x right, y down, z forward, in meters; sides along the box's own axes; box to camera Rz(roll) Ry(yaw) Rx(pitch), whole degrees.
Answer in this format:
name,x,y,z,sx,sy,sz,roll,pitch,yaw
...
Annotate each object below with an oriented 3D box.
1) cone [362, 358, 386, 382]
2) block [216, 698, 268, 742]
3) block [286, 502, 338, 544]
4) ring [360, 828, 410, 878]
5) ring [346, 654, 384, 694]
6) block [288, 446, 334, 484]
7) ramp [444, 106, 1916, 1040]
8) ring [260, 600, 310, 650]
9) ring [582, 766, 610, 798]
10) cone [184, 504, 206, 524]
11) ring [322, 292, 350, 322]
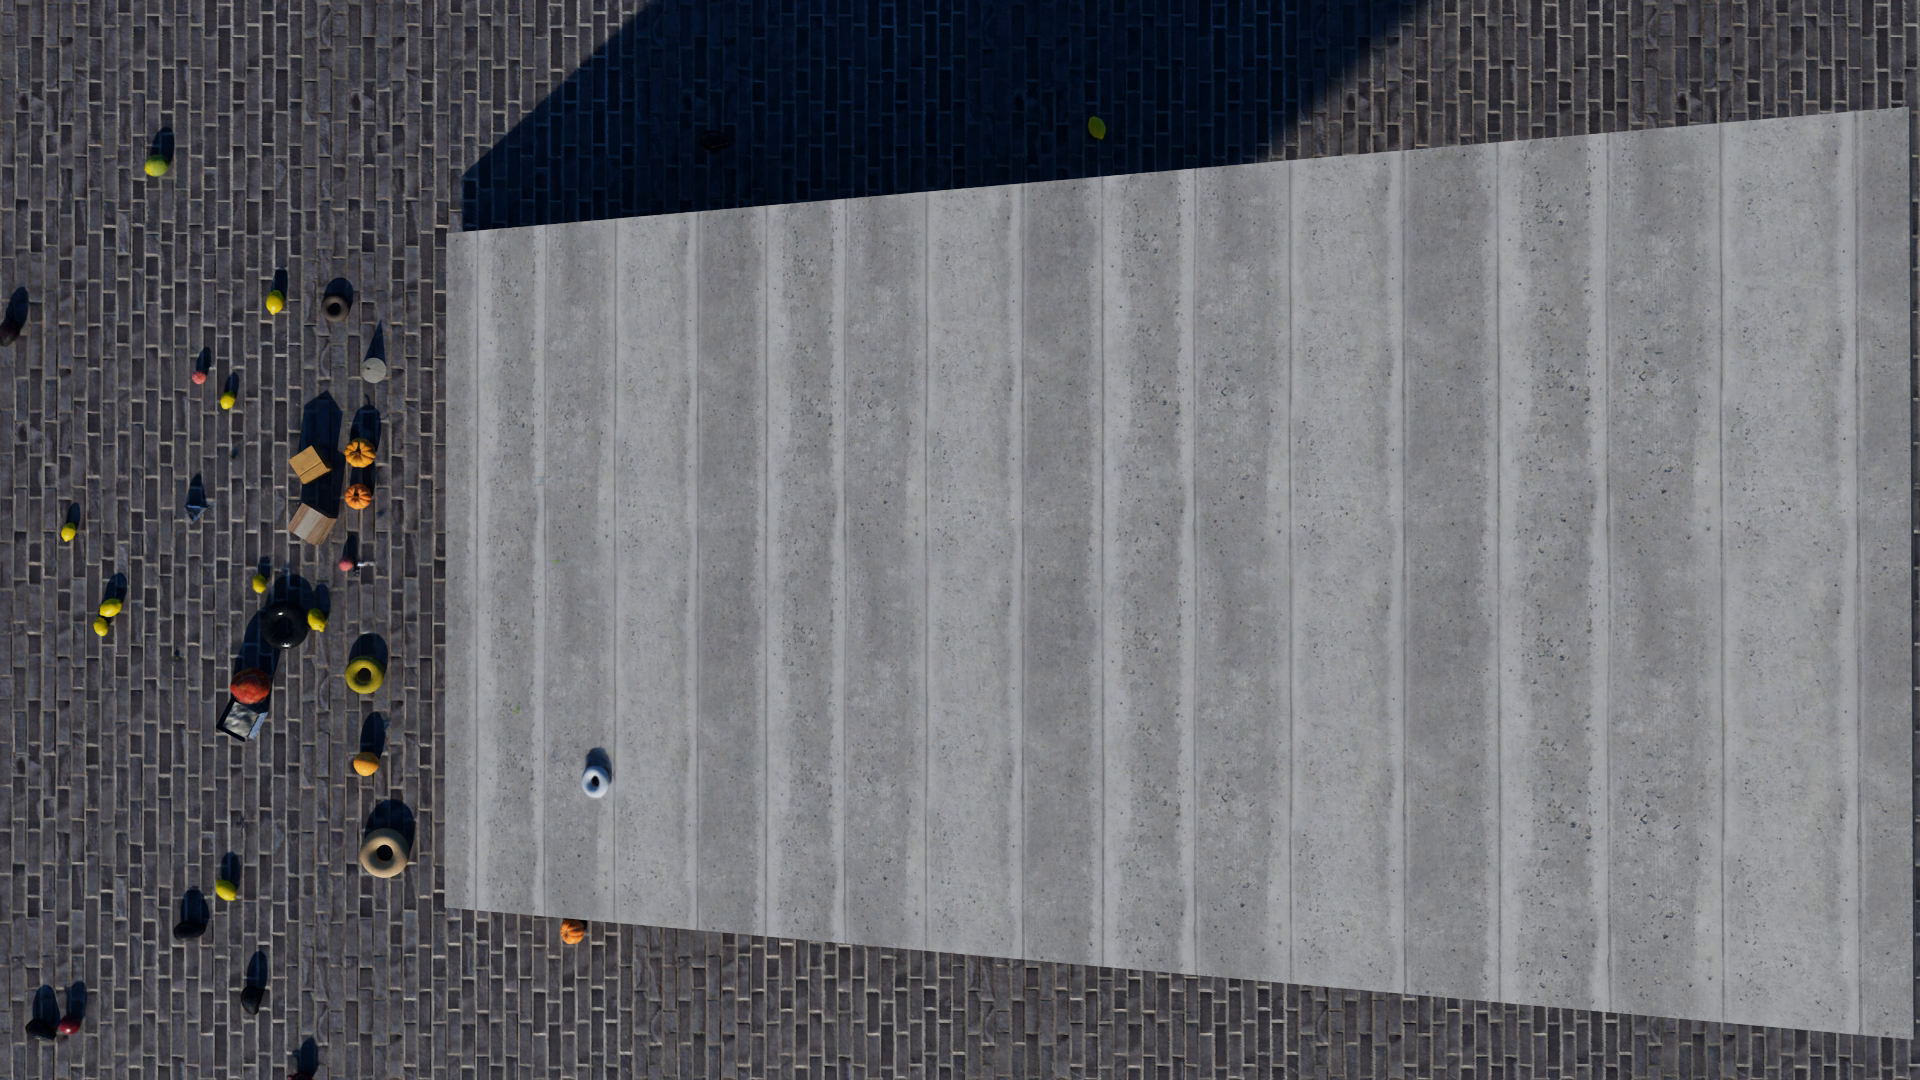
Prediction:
name,x,y,z,sx,sy,sz,roll,pitch,yaw
cone,-1.766,-0.511,6.584,0.076,0.076,0.076,0,89,0
block,-2.142,0.536,6.563,0.095,0.095,0.095,27,89,0
block,-1.936,-0.048,6.571,0.091,0.091,0.091,31,89,0
ring,-1.721,0.936,6.582,0.149,0.050,0.149,0,90,1
ring,-1.785,0.402,6.593,0.117,0.039,0.117,0,91,1
block,-1.940,-0.224,6.577,0.082,0.082,0.082,-34,89,0
ramp,0.279,0.079,5.665,4.000,0.100,2.000,0,89,27
ring,-2.023,0.255,6.589,0.147,0.049,0.147,0,88,1
ring,-1.035,0.687,6.252,0.094,0.031,0.094,-1,88,28
cone,-2.288,-0.087,6.603,0.062,0.062,0.062,-22,89,-27
ring,-1.877,-0.699,6.609,0.088,0.029,0.088,0,90,1
